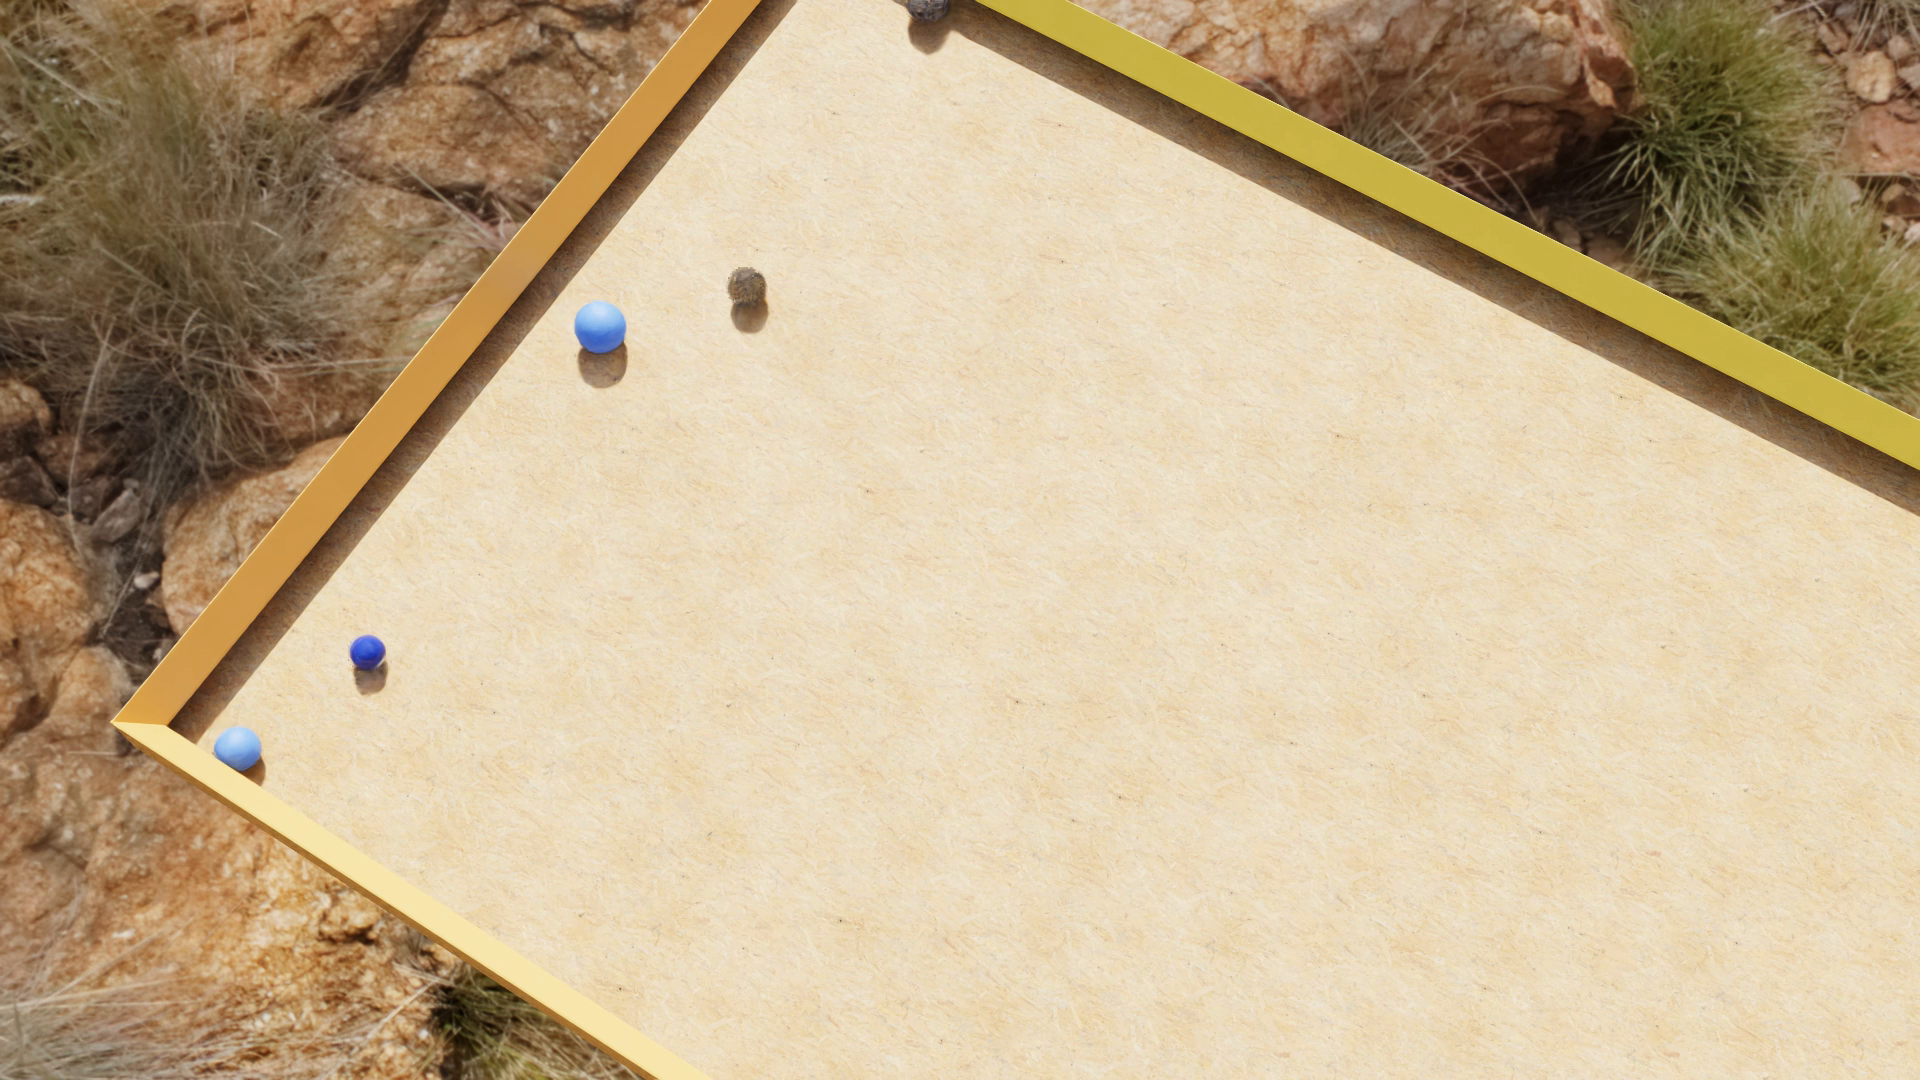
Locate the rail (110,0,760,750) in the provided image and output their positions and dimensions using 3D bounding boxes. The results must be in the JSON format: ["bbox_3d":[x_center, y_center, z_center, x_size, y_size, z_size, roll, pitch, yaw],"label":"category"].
[{"bbox_3d":[-0.761,-0.437,3.743,0.045,0.114,1.946,29,68,13],"label":"rail"}]

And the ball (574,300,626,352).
[{"bbox_3d":[-0.610,-0.361,3.723,0.088,0.088,0.088,0,65,0],"label":"ball"}]

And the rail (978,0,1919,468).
[{"bbox_3d":[1.282,-0.301,3.680,3.677,0.114,0.045,29,68,13],"label":"rail"}]

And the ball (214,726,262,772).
[{"bbox_3d":[-1.121,0.324,3.415,0.070,0.070,0.070,0,65,0],"label":"ball"}]

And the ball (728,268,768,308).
[{"bbox_3d":[-0.363,-0.432,3.767,0.067,0.067,0.067,0,65,0],"label":"ball"}]

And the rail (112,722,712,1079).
[{"bbox_3d":[0.281,1.162,3.000,3.677,0.114,0.045,29,68,13],"label":"rail"}]

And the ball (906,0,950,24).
[{"bbox_3d":[-0.059,-0.984,4.016,0.080,0.080,0.080,0,65,0],"label":"ball"}]

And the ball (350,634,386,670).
[{"bbox_3d":[-0.939,0.178,3.489,0.057,0.057,0.057,0,65,0],"label":"ball"}]
